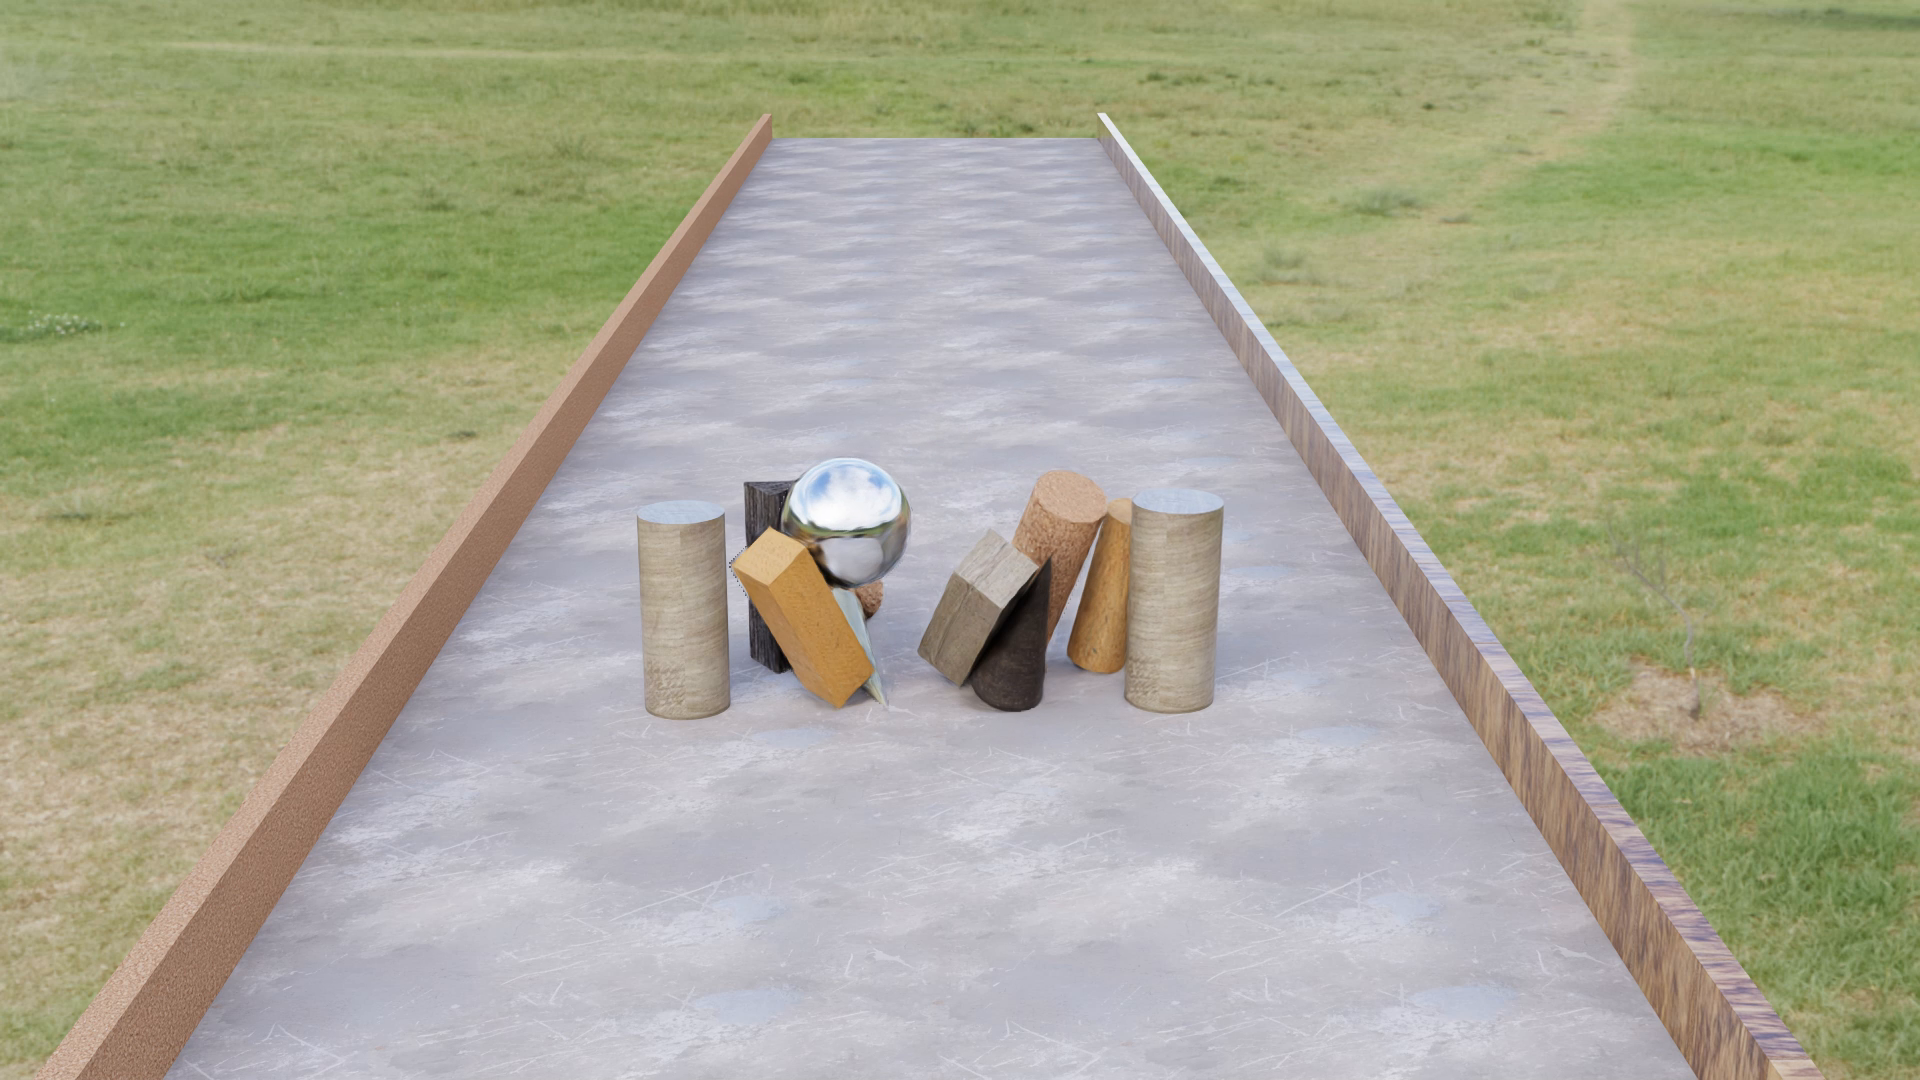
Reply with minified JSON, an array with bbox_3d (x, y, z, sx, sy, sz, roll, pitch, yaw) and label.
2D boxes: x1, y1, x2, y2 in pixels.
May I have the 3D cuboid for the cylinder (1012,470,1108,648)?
[{"bbox_3d":[0.152,0.065,4.249,0.143,0.418,0.143,12,42,-11],"label":"cylinder"}]

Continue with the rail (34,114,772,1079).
[{"bbox_3d":[-1.118,-0.838,7.780,0.050,0.150,12.000,0,17,-1],"label":"rail"}]

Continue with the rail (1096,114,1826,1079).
[{"bbox_3d":[0.932,-0.844,7.801,0.050,0.150,12.000,0,17,-1],"label":"rail"}]

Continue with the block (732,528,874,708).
[{"bbox_3d":[-0.286,0.147,4.067,0.102,0.368,0.102,27,64,39],"label":"block"}]

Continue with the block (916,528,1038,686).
[{"bbox_3d":[0.028,0.132,4.093,0.110,0.416,0.110,38,65,6],"label":"block"}]

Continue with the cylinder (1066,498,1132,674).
[{"bbox_3d":[0.305,0.091,4.307,0.119,0.330,0.119,11,28,-6],"label":"cylinder"}]

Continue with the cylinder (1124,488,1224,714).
[{"bbox_3d":[0.402,0.114,4.149,0.171,0.392,0.171,1,18,0],"label":"cylinder"}]

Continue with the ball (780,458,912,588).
[{"bbox_3d":[-0.210,-0.032,4.072,0.243,0.243,0.243,0,17,0],"label":"ball"}]

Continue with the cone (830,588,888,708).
[{"bbox_3d":[-0.197,0.239,4.309,0.128,0.128,0.380,-6,27,-18],"label":"cone"}]

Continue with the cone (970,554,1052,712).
[{"bbox_3d":[0.128,0.149,4.074,0.143,0.345,0.143,10,40,-8],"label":"cone"}]

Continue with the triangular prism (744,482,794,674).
[{"bbox_3d":[-0.347,0.067,4.360,0.103,0.365,0.119,-11,20,-30],"label":"triangular prism"}]

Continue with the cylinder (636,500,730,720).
[{"bbox_3d":[-0.516,0.131,4.120,0.162,0.381,0.162,0,17,0],"label":"cylinder"}]

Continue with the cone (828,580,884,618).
[{"bbox_3d":[-0.301,0.072,4.545,0.103,0.103,0.323,16,-7,43],"label":"cone"}]
